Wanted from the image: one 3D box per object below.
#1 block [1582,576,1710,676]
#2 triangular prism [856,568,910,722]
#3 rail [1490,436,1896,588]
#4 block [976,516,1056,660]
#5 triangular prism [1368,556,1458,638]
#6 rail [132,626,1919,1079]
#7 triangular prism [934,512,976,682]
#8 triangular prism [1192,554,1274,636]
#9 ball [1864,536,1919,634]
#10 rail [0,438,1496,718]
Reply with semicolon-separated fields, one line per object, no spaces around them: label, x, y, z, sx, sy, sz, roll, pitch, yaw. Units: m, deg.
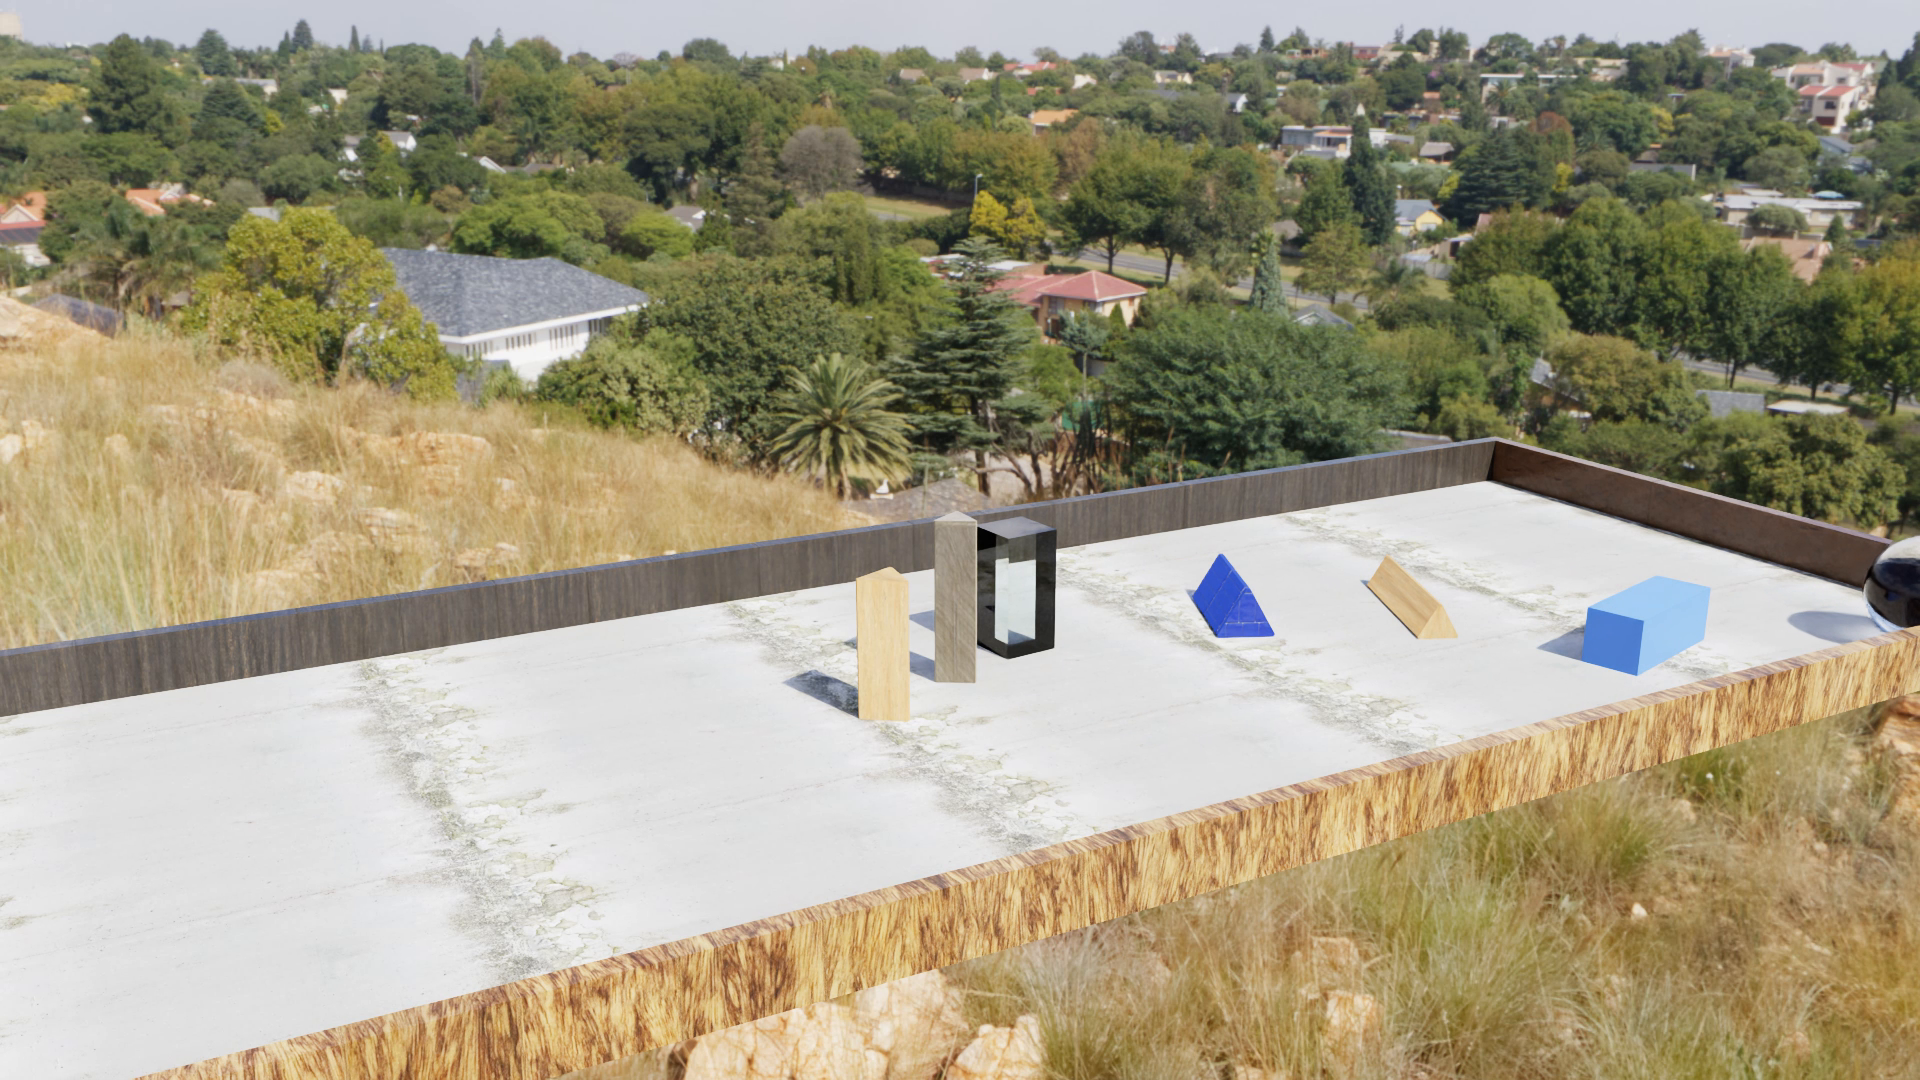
block;1.808;0.221;4.341;0.395;0.148;0.148;-15;22;-41
triangular prism;-0.173;0.245;3.906;0.122;0.347;0.105;2;17;8
rail;2.466;-0.048;5.253;0.050;0.150;2.100;-9;18;-27
block;0.144;0.124;4.350;0.154;0.328;0.154;-11;20;-33
triangular prism;1.275;0.153;4.654;0.110;0.096;0.459;-1;16;-3
rail;-2.336;1.006;1.665;12.000;0.150;0.050;-9;18;-27
triangular prism;-0.009;0.143;4.121;0.103;0.422;0.089;1;16;2
triangular prism;0.761;0.149;4.597;0.155;0.134;0.332;-1;16;-4
ball;2.558;0.137;4.357;0.301;0.301;0.301;0;16;0
rail;-3.305;0.497;3.399;12.000;0.150;0.050;-9;18;-27
